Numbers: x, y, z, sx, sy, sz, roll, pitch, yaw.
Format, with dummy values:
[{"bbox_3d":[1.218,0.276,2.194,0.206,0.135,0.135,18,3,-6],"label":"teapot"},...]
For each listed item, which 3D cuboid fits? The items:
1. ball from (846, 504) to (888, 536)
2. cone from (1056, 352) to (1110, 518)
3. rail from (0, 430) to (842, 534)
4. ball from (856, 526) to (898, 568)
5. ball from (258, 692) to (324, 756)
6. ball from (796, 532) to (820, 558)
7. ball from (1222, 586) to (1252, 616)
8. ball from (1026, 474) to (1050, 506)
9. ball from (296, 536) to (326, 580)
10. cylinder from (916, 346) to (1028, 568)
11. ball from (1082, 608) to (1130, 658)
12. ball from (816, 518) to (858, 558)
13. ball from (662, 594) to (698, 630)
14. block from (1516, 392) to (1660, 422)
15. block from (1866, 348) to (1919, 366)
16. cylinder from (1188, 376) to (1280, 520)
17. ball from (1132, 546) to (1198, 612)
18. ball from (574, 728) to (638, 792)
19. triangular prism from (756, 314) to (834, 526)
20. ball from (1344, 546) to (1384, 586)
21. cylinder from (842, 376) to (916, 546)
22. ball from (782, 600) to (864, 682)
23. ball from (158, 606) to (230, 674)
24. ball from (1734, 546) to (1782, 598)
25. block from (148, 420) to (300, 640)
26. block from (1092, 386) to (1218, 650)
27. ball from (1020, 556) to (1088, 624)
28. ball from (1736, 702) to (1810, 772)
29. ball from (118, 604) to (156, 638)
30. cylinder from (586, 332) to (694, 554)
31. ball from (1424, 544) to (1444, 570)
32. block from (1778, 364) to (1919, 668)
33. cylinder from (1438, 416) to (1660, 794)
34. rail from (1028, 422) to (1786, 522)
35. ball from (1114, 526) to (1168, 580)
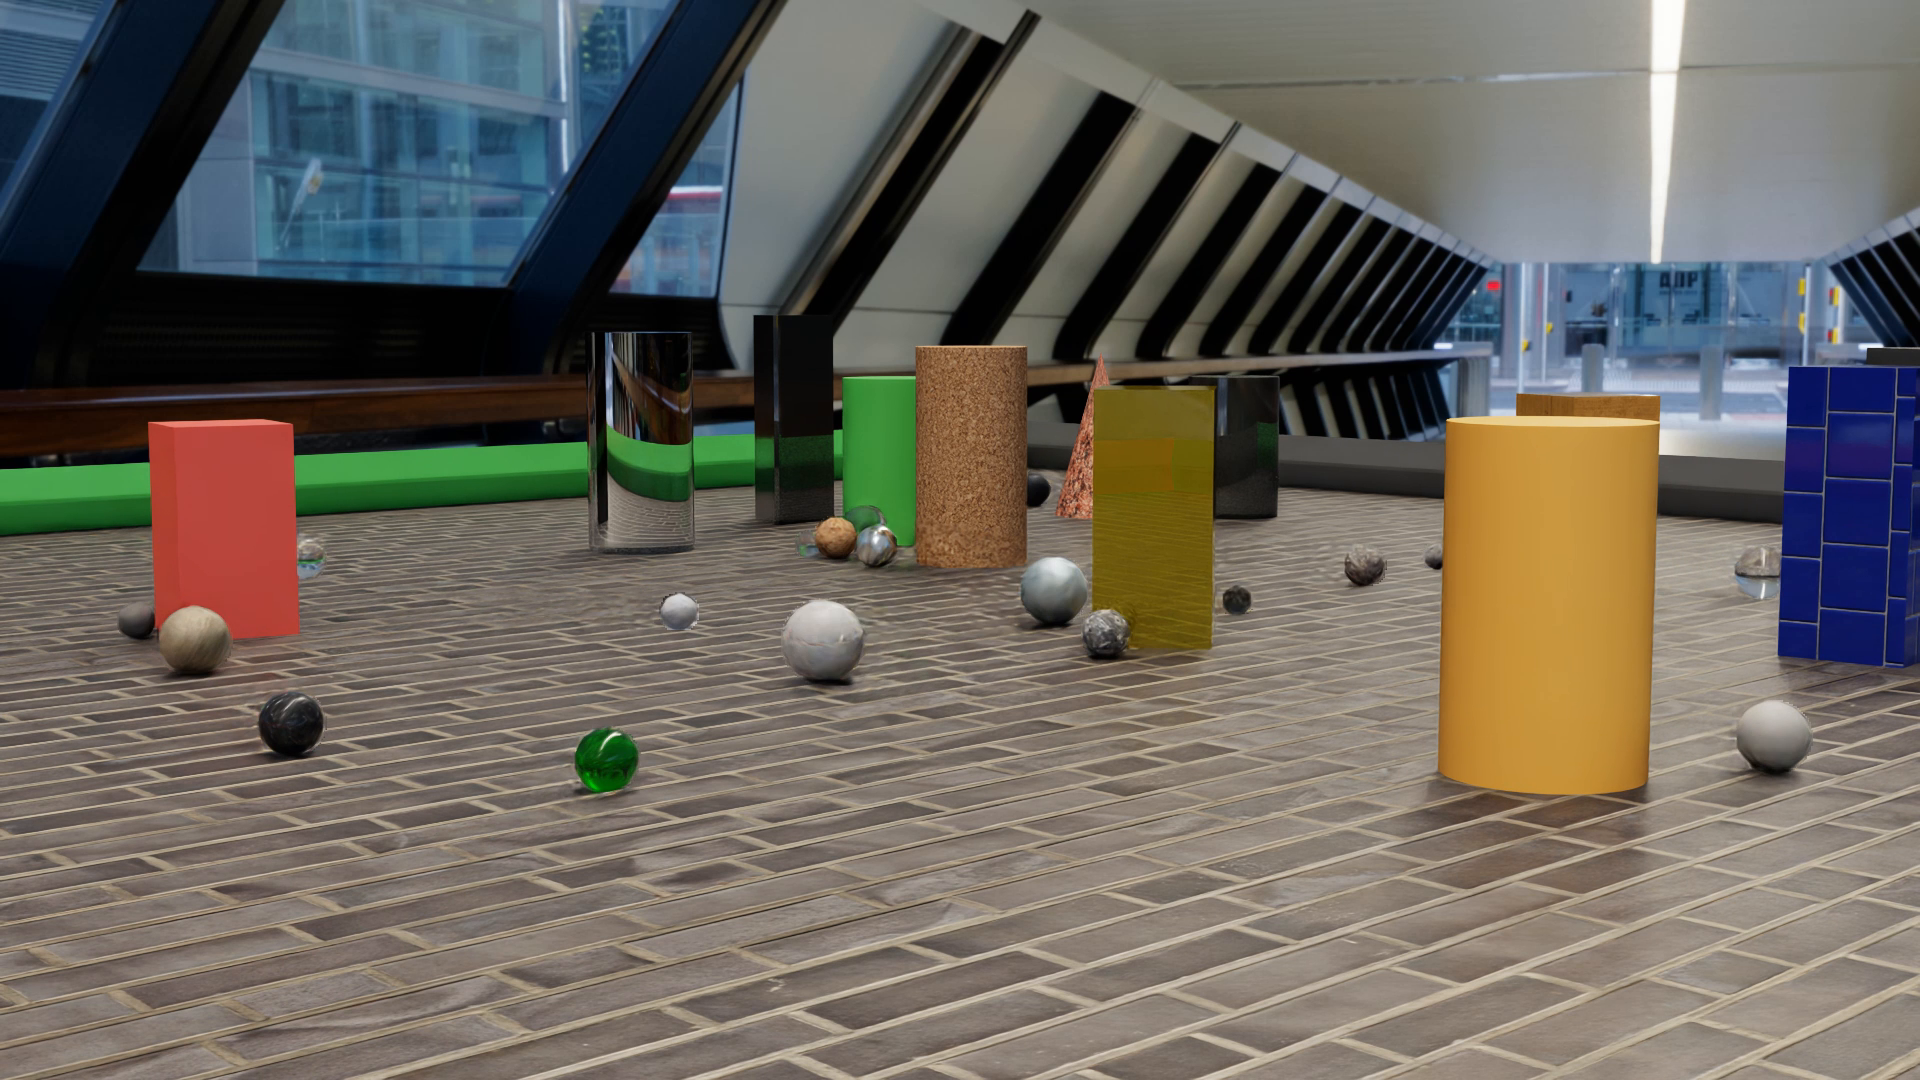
[{"bbox_3d":[-0.177,-0.026,4.125,0.080,0.080,0.080,0,6,0],"label":"ball"},{"bbox_3d":[0.306,-0.232,4.788,0.197,0.355,0.197,0,6,0],"label":"cone"},{"bbox_3d":[-1.380,-0.122,4.820,4.302,0.128,0.045,-5,8,-42],"label":"rail"},{"bbox_3d":[-0.145,0.011,3.812,0.074,0.074,0.074,0,6,0],"label":"ball"},{"bbox_3d":[-0.671,0.184,2.207,0.064,0.064,0.064,0,6,0],"label":"ball"},{"bbox_3d":[-0.274,0.009,3.975,0.045,0.045,0.045,0,6,0],"label":"ball"},{"bbox_3d":[0.406,0.089,3.222,0.043,0.043,0.043,0,6,0],"label":"ball"},{"bbox_3d":[0.169,-0.115,5.020,0.075,0.075,0.075,0,6,0],"label":"ball"},{"bbox_3d":[-1.091,0.029,3.651,0.072,0.072,0.072,0,6,0],"label":"ball"},{"bbox_3d":[0.020,-0.150,3.882,0.197,0.381,0.197,0,6,0],"label":"cylinder"},{"bbox_3d":[0.188,0.120,2.831,0.062,0.062,0.062,0,6,0],"label":"ball"},{"bbox_3d":[-0.222,-0.003,3.947,0.075,0.075,0.075,0,6,0],"label":"ball"},{"bbox_3d":[-0.392,0.101,3.072,0.050,0.050,0.050,0,6,0],"label":"ball"},{"bbox_3d":[0.993,-0.075,3.496,0.157,0.312,0.157,-2,6,-19],"label":"block"},{"bbox_3d":[1.463,-0.092,3.290,0.157,0.388,0.157,-1,6,-5],"label":"block"},{"bbox_3d":[0.593,-0.204,4.777,0.197,0.302,0.197,0,6,0],"label":"cylinder"},{"bbox_3d":[0.304,0.057,3.258,0.098,0.098,0.098,0,6,0],"label":"ball"},{"bbox_3d":[-0.328,0.204,2.039,0.059,0.059,0.059,0,6,0],"label":"ball"},{"bbox_3d":[-0.381,-0.259,4.659,0.148,0.434,0.170,5,8,40],"label":"triangular prism"},{"bbox_3d":[0.656,0.041,3.569,0.064,0.064,0.064,0,6,0],"label":"ball"},{"bbox_3d":[-0.128,-0.156,4.250,0.197,0.315,0.197,0,6,0],"label":"cylinder"},{"bbox_3d":[-0.164,0.122,2.639,0.098,0.098,0.098,0,6,0],"label":"ball"},{"bbox_3d":[-0.939,0.123,2.698,0.084,0.084,0.084,0,6,0],"label":"ball"},{"bbox_3d":[1.242,0.050,3.402,0.082,0.082,0.082,0,6,0],"label":"ball"},{"bbox_3d":[-1.019,-0.017,3.044,0.157,0.290,0.157,-4,7,-32],"label":"block"},{"bbox_3d":[0.264,-0.035,2.967,0.157,0.341,0.157,1,6,8],"label":"block"},{"bbox_3d":[0.133,0.072,3.124,0.097,0.097,0.097,0,6,0],"label":"ball"},{"bbox_3d":[0.787,0.190,2.129,0.068,0.068,0.068,0,6,0],"label":"ball"},{"bbox_3d":[-1.120,0.110,2.994,0.048,0.048,0.048,0,6,0],"label":"ball"},{"bbox_3d":[-0.594,-0.184,4.091,0.197,0.404,0.197,0,6,0],"label":"cylinder"},{"bbox_3d":[0.822,0.028,3.790,0.044,0.044,0.044,0,6,0],"label":"ball"},{"bbox_3d":[1.169,-0.037,2.834,0.157,0.373,0.157,5,8,41],"label":"block"},{"bbox_3d":[0.563,0.056,2.108,0.197,0.339,0.197,0,6,0],"label":"cylinder"},{"bbox_3d":[1.564,-0.117,4.767,0.045,0.128,4.119,-5,8,-42],"label":"rail"},{"bbox_3d":[0.300,0.023,3.618,0.090,0.090,0.090,0,6,0],"label":"ball"}]
